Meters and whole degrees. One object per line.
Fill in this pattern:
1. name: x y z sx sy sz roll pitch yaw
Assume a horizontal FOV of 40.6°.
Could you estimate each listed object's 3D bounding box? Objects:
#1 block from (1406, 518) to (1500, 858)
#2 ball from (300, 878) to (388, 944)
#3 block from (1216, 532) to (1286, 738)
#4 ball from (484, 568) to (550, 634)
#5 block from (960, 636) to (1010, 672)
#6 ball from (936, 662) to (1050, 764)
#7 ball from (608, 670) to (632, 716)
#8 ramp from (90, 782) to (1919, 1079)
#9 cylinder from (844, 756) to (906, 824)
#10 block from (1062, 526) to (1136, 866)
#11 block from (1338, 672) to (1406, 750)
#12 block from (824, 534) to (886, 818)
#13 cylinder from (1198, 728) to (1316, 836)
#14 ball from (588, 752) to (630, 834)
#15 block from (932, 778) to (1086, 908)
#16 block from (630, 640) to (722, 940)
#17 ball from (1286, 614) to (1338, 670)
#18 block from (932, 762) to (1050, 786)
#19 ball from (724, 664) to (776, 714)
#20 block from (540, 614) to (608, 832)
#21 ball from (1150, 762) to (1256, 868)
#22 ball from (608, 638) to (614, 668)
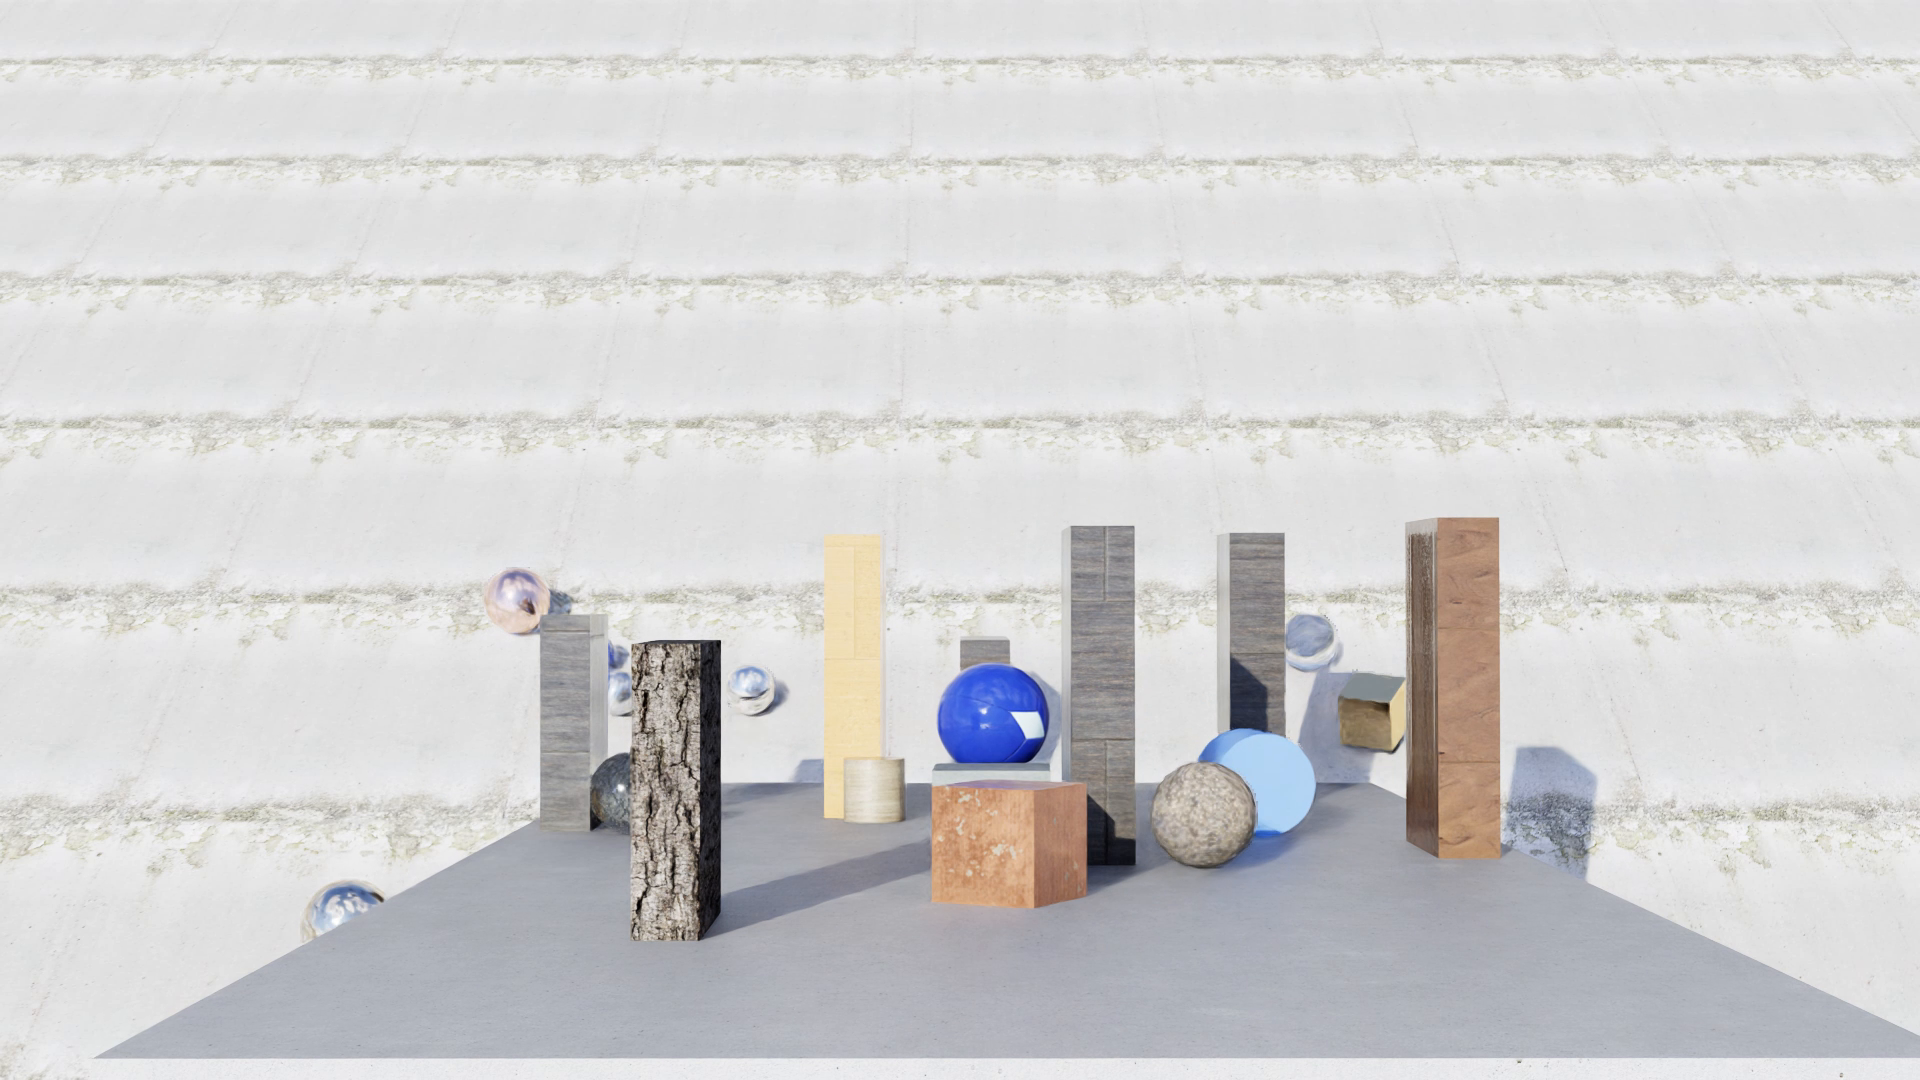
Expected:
1. block: 0.950 0.279 5.014 0.116 0.636 0.350 0 -1 0
2. ball: -1.207 0.762 5.126 0.186 0.186 0.186 0 33 0
3. block: 0.669 0.301 5.979 0.125 0.631 0.287 0 -1 0
4. ball: -1.269 0.174 7.444 0.187 0.187 0.187 0 33 0
5. block: 0.045 0.391 4.916 0.091 0.410 0.445 0 -1 0
6. ball: 0.058 0.316 4.594 0.201 0.201 0.201 0 33 0
7. ball: -0.939 0.419 7.126 0.124 0.124 0.124 0 33 0
8. ramp: 0.074 0.643 4.762 2.000 0.100 4.000 0 -1 0
9. cylinder: -0.187 0.543 5.646 0.135 0.135 0.135 0 -1 0
10. block: 0.260 0.287 4.935 0.117 0.618 0.433 0 -1 0
11. block: 1.118 0.462 7.011 0.146 0.146 0.146 6 28 27
12. block: -0.237 0.304 5.940 0.124 0.624 0.443 0 -1 0
13. cylinder: 0.610 0.501 5.385 0.208 0.208 0.208 -4 -1 -7
14. ball: -0.680 0.521 5.347 0.168 0.168 0.168 0 33 0
15. block: 0.081 0.489 4.198 0.185 0.185 0.185 -1 -1 29
16. block: -0.421 0.363 3.865 0.099 0.423 0.329 0 -1 0
17. ball: 0.978 0.287 7.294 0.162 0.162 0.162 0 33 0
18. block: 0.055 0.486 4.424 0.199 0.199 0.199 0 -1 2
19. ball: -0.577 0.410 7.128 0.139 0.139 0.139 0 33 0
20. block: -0.820 0.383 5.523 0.104 0.450 0.277 0 -1 0
21. ball: 0.439 0.495 4.680 0.191 0.191 0.191 0 33 0
22. ball: -1.031 0.318 7.284 0.122 0.122 0.122 0 33 0
